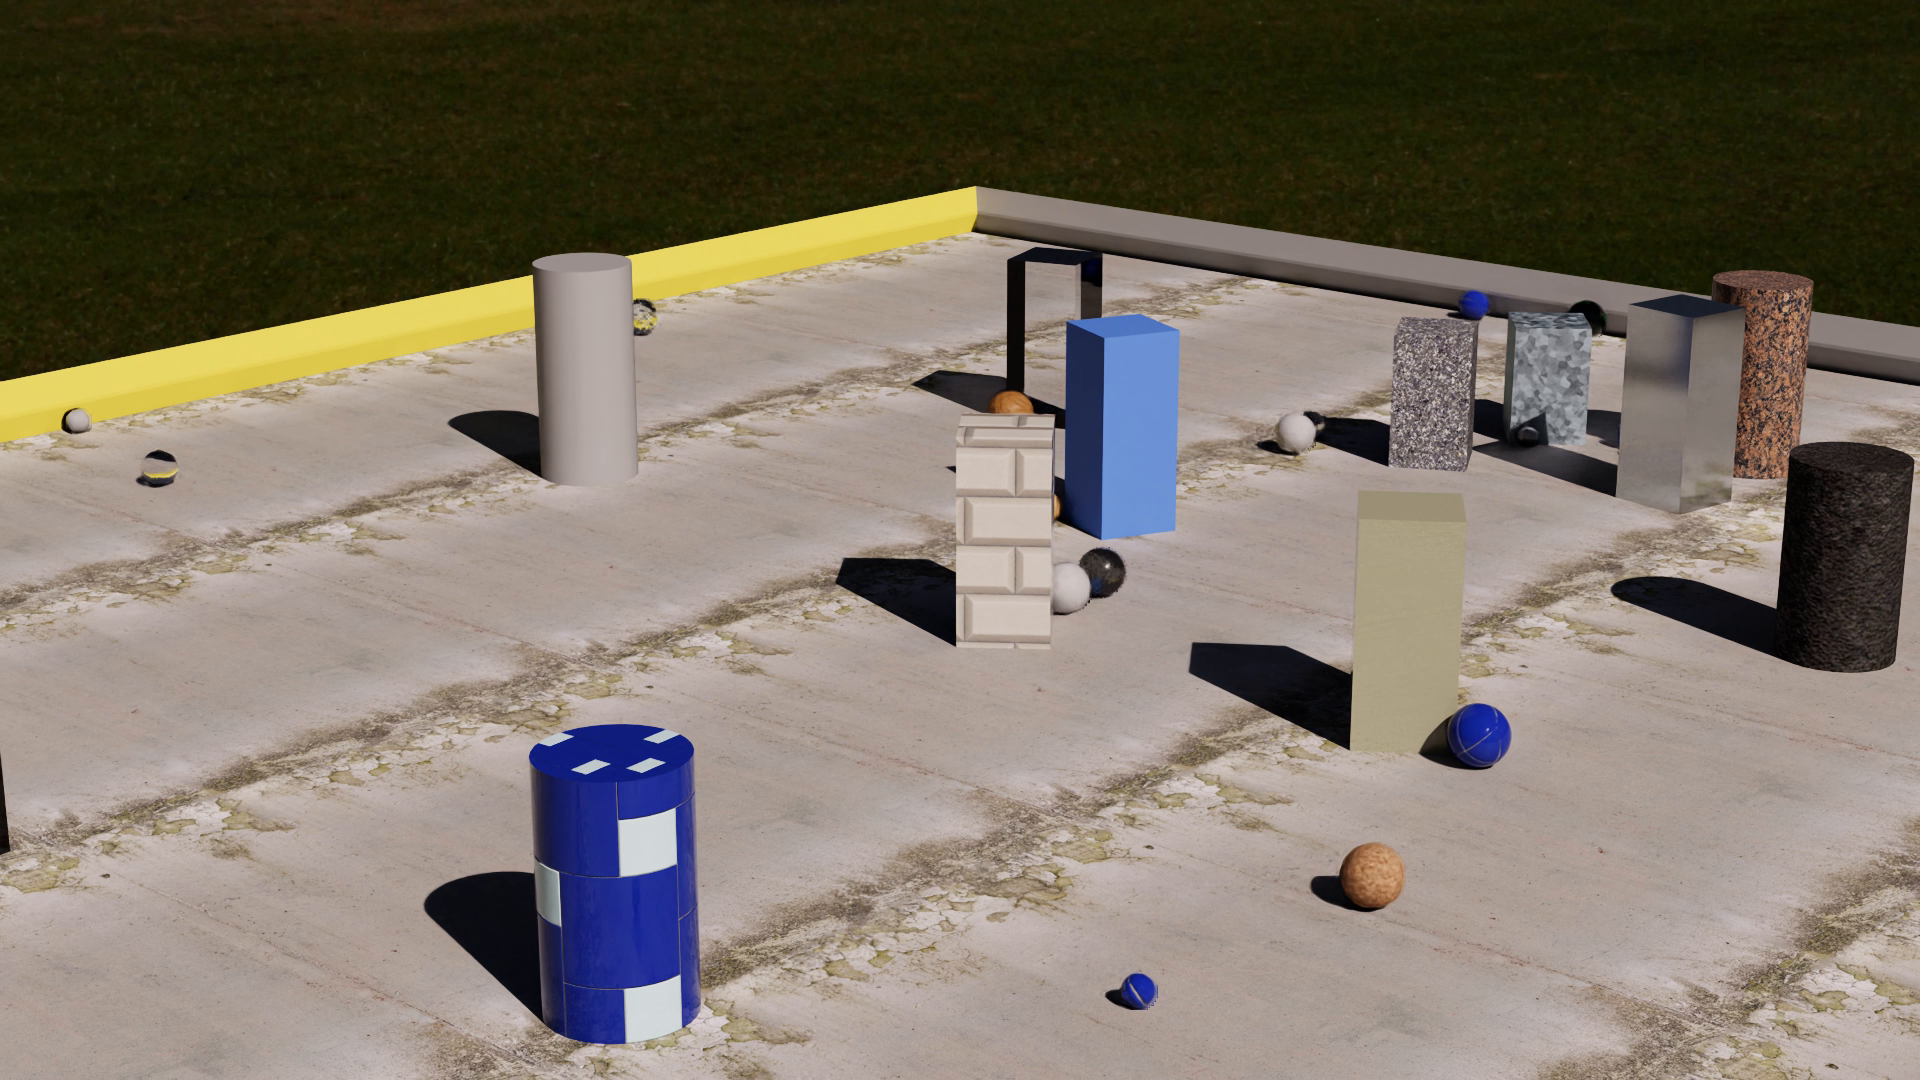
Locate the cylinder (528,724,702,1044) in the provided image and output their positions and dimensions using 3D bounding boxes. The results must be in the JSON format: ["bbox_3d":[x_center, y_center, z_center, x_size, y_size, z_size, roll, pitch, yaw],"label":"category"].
[{"bbox_3d":[-0.412,0.410,3.514,0.194,0.332,0.194,0,17,0],"label":"cylinder"}]

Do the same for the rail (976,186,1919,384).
[{"bbox_3d":[1.679,-0.527,6.972,4.371,0.126,0.045,14,22,39],"label":"rail"}]

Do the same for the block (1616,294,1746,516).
[{"bbox_3d":[1.388,-0.263,5.652,0.156,0.385,0.156,-12,21,-36],"label":"block"}]

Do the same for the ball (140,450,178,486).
[{"bbox_3d":[-1.583,-0.143,5.798,0.070,0.070,0.070,0,17,0],"label":"ball"}]

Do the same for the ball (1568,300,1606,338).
[{"bbox_3d":[1.502,-0.529,7.039,0.094,0.094,0.094,0,17,0],"label":"ball"}]

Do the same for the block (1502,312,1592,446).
[{"bbox_3d":[1.229,-0.339,6.144,0.156,0.247,0.156,1,17,4],"label":"block"}]

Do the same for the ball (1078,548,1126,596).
[{"bbox_3d":[0.246,0.056,5.114,0.085,0.085,0.085,0,17,0],"label":"ball"}]

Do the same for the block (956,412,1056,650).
[{"bbox_3d":[0.076,-0.016,4.876,0.156,0.361,0.156,1,17,3],"label":"block"}]

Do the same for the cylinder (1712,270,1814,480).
[{"bbox_3d":[1.597,-0.333,5.884,0.194,0.385,0.194,0,17,0],"label":"cylinder"}]

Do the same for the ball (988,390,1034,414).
[{"bbox_3d":[0.107,-0.266,6.160,0.097,0.097,0.097,0,17,0],"label":"ball"}]

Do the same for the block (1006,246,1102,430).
[{"bbox_3d":[0.202,-0.432,6.266,0.156,0.354,0.156,7,18,23],"label":"block"}]

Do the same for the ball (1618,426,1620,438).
[{"bbox_3d":[1.396,-0.223,6.066,0.069,0.069,0.069,0,17,0],"label":"ball"}]

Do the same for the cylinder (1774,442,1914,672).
[{"bbox_3d":[1.439,0.026,4.780,0.194,0.335,0.194,0,17,0],"label":"cylinder"}]

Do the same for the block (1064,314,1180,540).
[{"bbox_3d":[0.301,-0.213,5.488,0.156,0.384,0.156,-7,18,-23],"label":"block"}]

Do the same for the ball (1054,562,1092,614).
[{"bbox_3d":[0.181,0.081,5.025,0.088,0.088,0.088,0,17,0],"label":"ball"}]

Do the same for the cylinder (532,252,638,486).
[{"bbox_3d":[-0.743,-0.340,5.829,0.194,0.431,0.194,0,17,0],"label":"cylinder"}]

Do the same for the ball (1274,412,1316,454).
[{"bbox_3d":[0.689,-0.220,6.030,0.084,0.084,0.084,0,17,0],"label":"ball"}]

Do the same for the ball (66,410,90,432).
[{"bbox_3d":[-1.863,-0.251,6.194,0.050,0.050,0.050,0,17,0],"label":"ball"}]

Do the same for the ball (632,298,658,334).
[{"bbox_3d":[-0.773,-0.540,7.089,0.086,0.086,0.086,0,17,0],"label":"ball"}]

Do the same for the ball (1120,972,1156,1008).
[{"bbox_3d":[0.216,0.547,3.560,0.043,0.043,0.043,0,17,0],"label":"ball"}]

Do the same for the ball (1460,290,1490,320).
[{"bbox_3d":[1.272,-0.581,7.249,0.072,0.072,0.072,0,17,0],"label":"ball"}]

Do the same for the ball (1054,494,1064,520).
[{"bbox_3d":[0.172,-0.063,5.569,0.051,0.051,0.051,0,17,0],"label":"ball"}]

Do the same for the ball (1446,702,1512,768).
[{"bbox_3d":[0.766,0.288,4.327,0.096,0.096,0.096,0,17,0],"label":"ball"}]

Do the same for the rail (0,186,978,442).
[{"bbox_3d":[-1.633,-0.378,6.477,0.045,0.126,5.170,14,22,39],"label":"rail"}]

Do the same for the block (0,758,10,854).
[{"bbox_3d":[-1.414,0.313,3.978,0.156,0.249,0.156,12,21,35],"label":"block"}]

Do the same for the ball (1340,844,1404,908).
[{"bbox_3d":[0.540,0.440,3.842,0.085,0.085,0.085,0,17,0],"label":"ball"}]

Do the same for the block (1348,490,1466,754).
[{"bbox_3d":[0.671,0.123,4.412,0.156,0.362,0.156,2,17,6],"label":"block"}]

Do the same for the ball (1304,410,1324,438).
[{"bbox_3d":[0.735,-0.241,6.144,0.059,0.059,0.059,0,17,0],"label":"ball"}]

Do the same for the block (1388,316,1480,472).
[{"bbox_3d":[0.962,-0.297,5.952,0.156,0.277,0.156,4,17,13],"label":"block"}]

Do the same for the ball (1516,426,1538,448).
[{"bbox_3d":[1.176,-0.214,6.080,0.044,0.044,0.044,0,17,0],"label":"ball"}]
